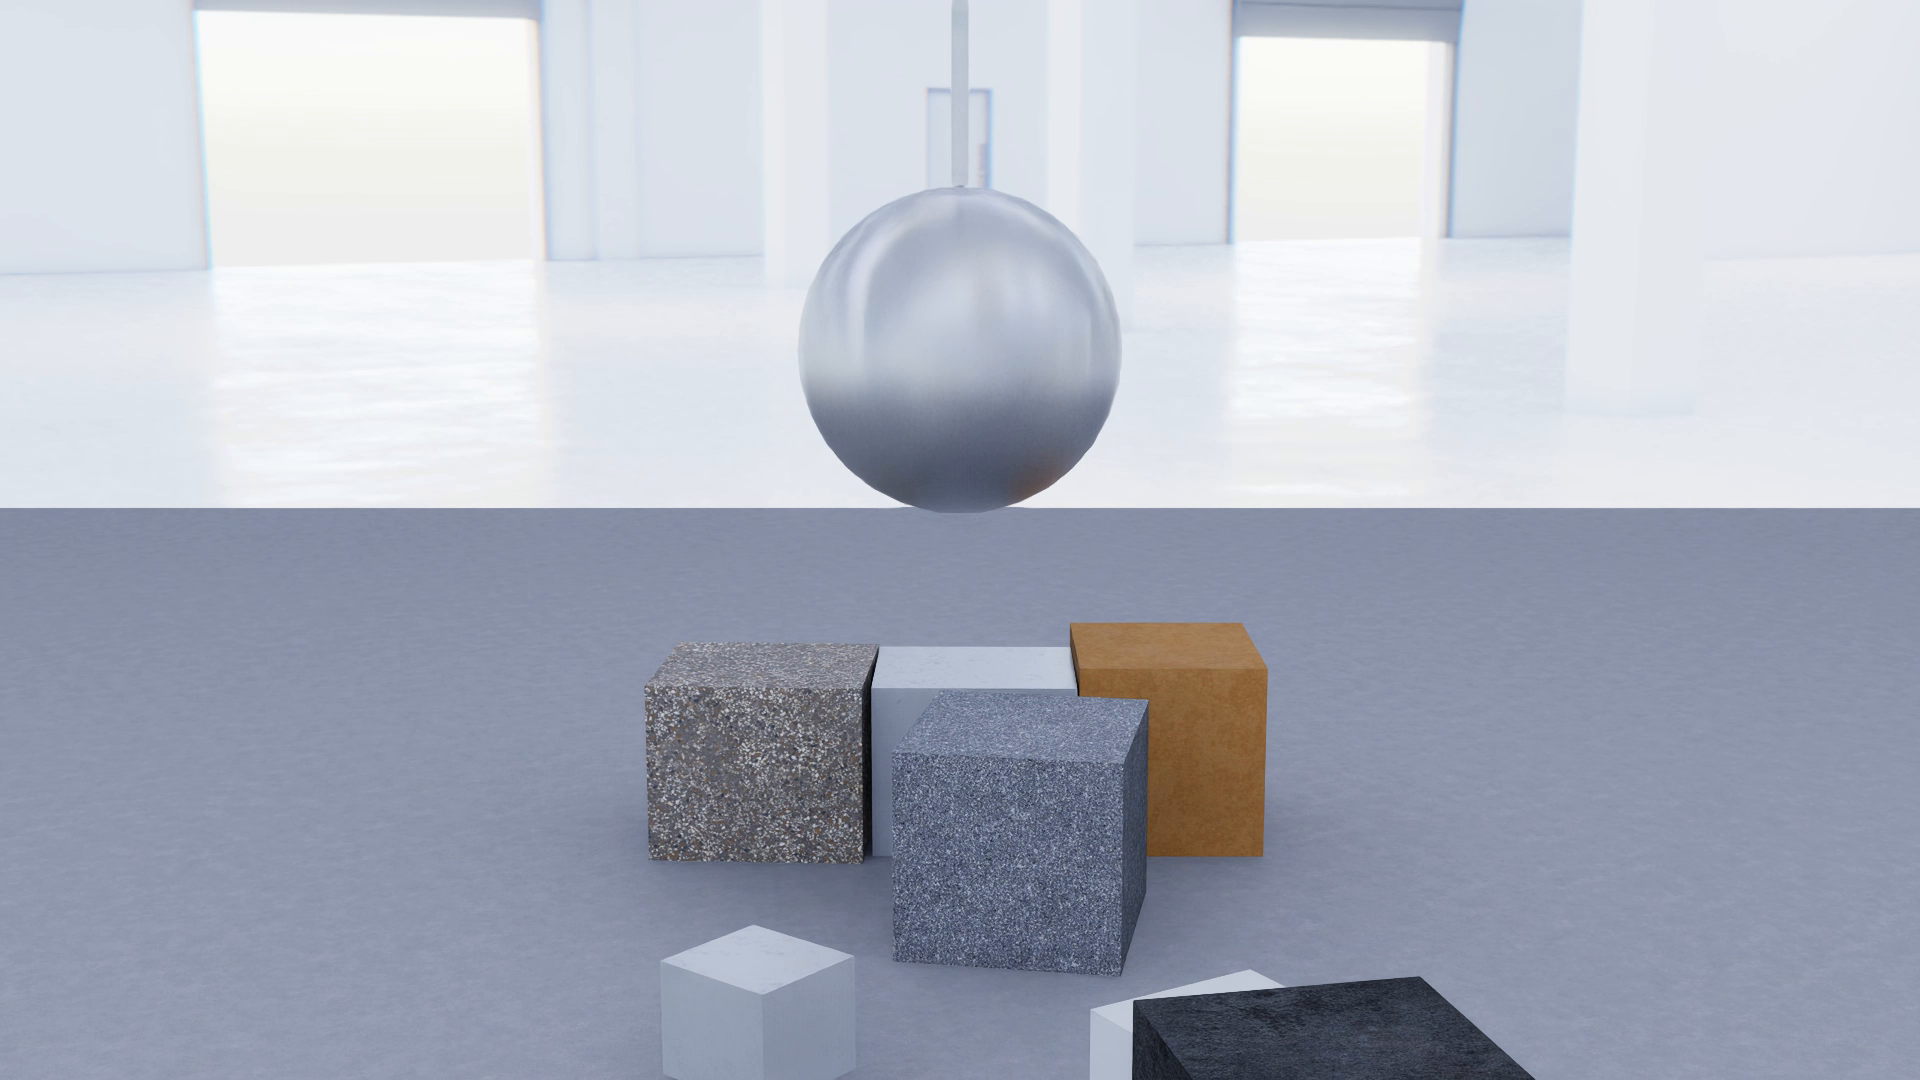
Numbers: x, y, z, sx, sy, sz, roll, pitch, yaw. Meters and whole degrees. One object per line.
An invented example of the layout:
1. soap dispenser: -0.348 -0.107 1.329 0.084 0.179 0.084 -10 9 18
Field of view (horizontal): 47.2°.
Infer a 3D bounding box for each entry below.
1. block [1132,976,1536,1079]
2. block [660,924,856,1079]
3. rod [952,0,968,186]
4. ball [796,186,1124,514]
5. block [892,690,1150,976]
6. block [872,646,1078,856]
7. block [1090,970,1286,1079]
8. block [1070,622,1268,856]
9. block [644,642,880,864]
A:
1. block: 1.082 1.924 6.356 0.928 0.940 0.995 -2 11 -12
2. block: -0.765 1.806 8.361 0.535 0.454 0.501 8 13 38
3. rod: 0.000 -4.293 10.303 0.080 5.200 0.080 0 8 0
4. ball: 0.000 -0.928 10.787 1.600 1.600 1.600 0 10 0
5. block: 0.295 1.284 9.880 0.990 0.938 1.086 2 10 10
6. block: 0.076 1.069 11.285 1.010 0.859 0.896 0 10 1
7. block: 0.887 1.899 7.261 0.677 0.665 0.630 -6 12 -31
8. block: 1.047 1.007 11.347 0.919 0.958 1.042 0 10 0
9. block: -0.981 1.065 11.233 1.060 0.885 0.969 1 10 3
